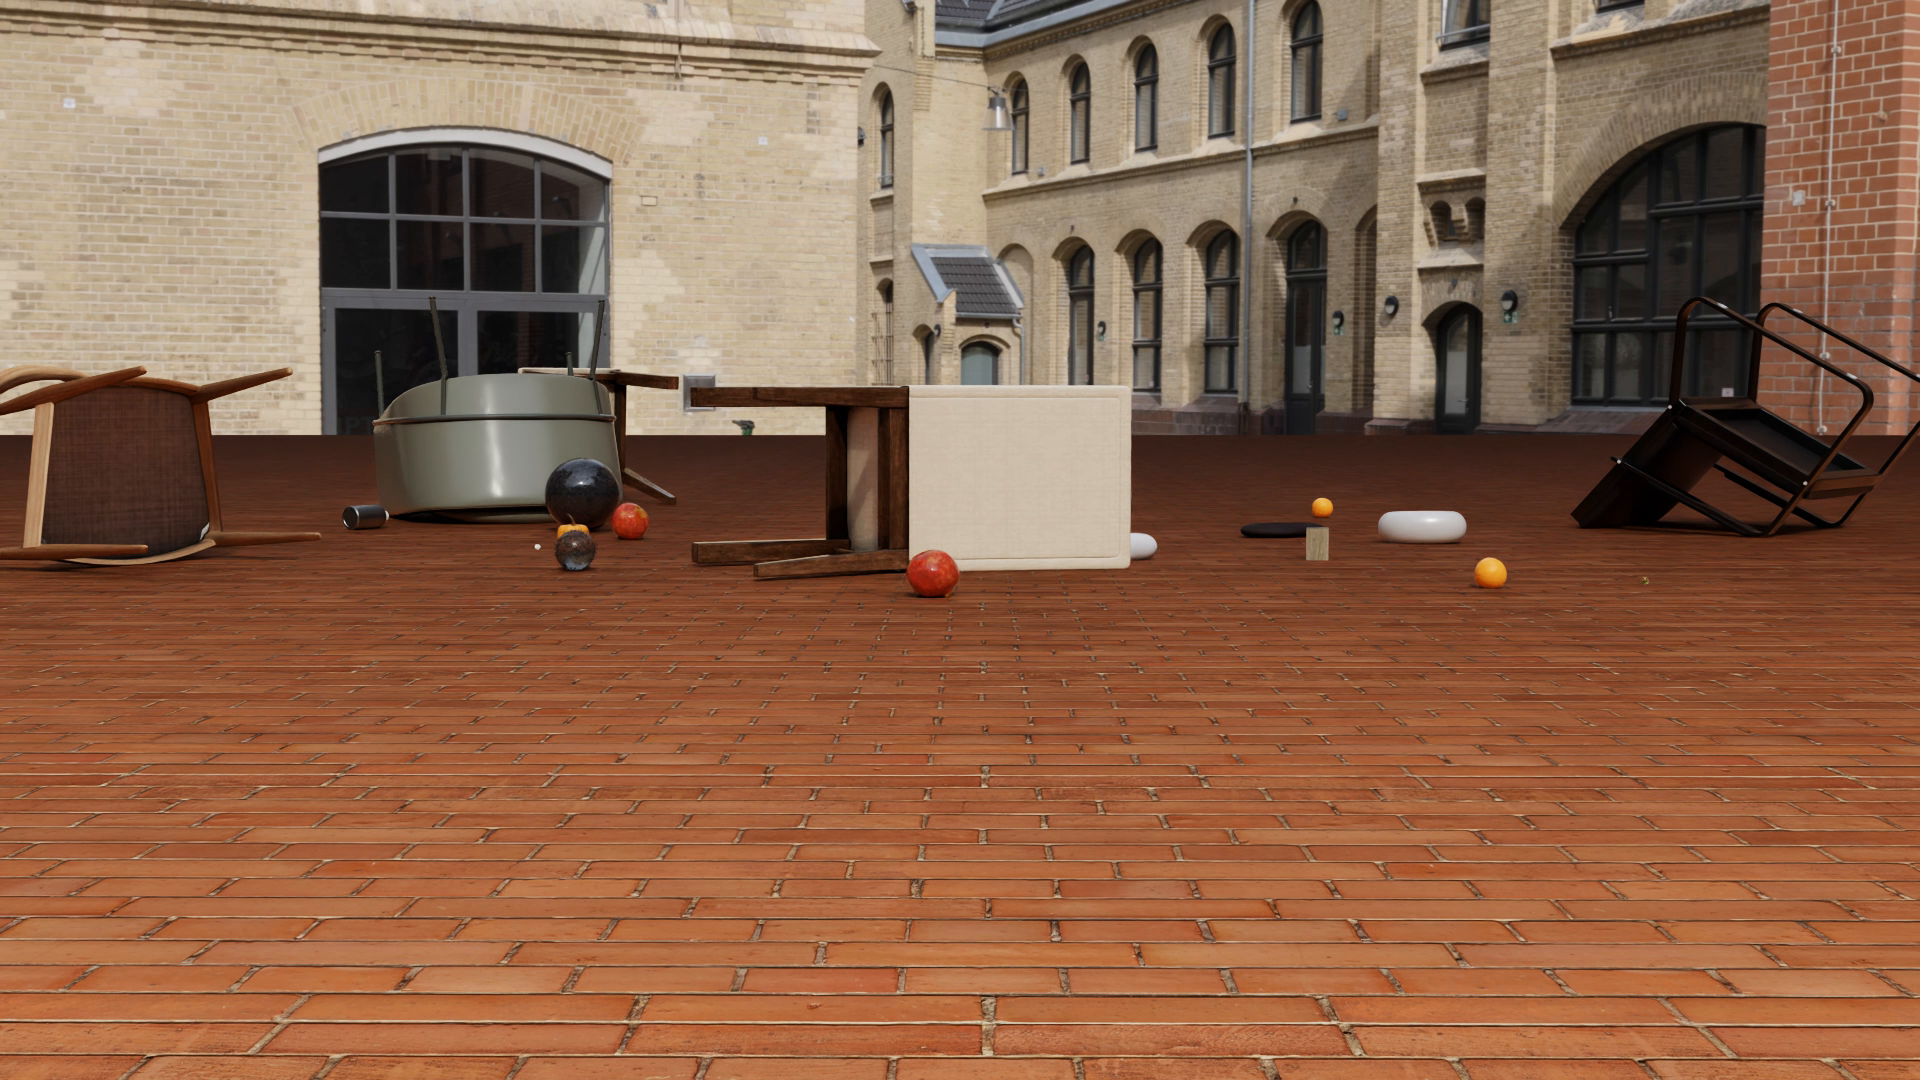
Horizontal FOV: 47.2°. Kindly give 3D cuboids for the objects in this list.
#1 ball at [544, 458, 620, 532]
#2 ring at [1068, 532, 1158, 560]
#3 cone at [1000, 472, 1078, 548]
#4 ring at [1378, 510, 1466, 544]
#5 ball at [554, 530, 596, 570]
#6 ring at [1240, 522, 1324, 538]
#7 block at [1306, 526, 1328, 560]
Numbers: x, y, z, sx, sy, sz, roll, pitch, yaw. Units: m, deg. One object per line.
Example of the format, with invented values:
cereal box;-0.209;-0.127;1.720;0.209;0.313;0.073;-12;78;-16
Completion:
ball;-1.189;-0.143;6.921;0.234;0.234;0.234;0;4;0
ring;0.403;0.016;5.812;0.237;0.070;0.116;2;3;13
cone;0.176;-0.037;6.309;0.209;0.239;0.280;-38;4;40
ring;1.350;-0.037;6.424;0.255;0.093;0.175;0;2;12
ball;-0.952;0.026;5.437;0.100;0.100;0.100;0;4;0
ring;0.985;-0.030;6.698;0.285;0.040;0.152;-1;5;-21
block;0.943;0.010;5.799;0.058;0.083;0.072;1;4;10
